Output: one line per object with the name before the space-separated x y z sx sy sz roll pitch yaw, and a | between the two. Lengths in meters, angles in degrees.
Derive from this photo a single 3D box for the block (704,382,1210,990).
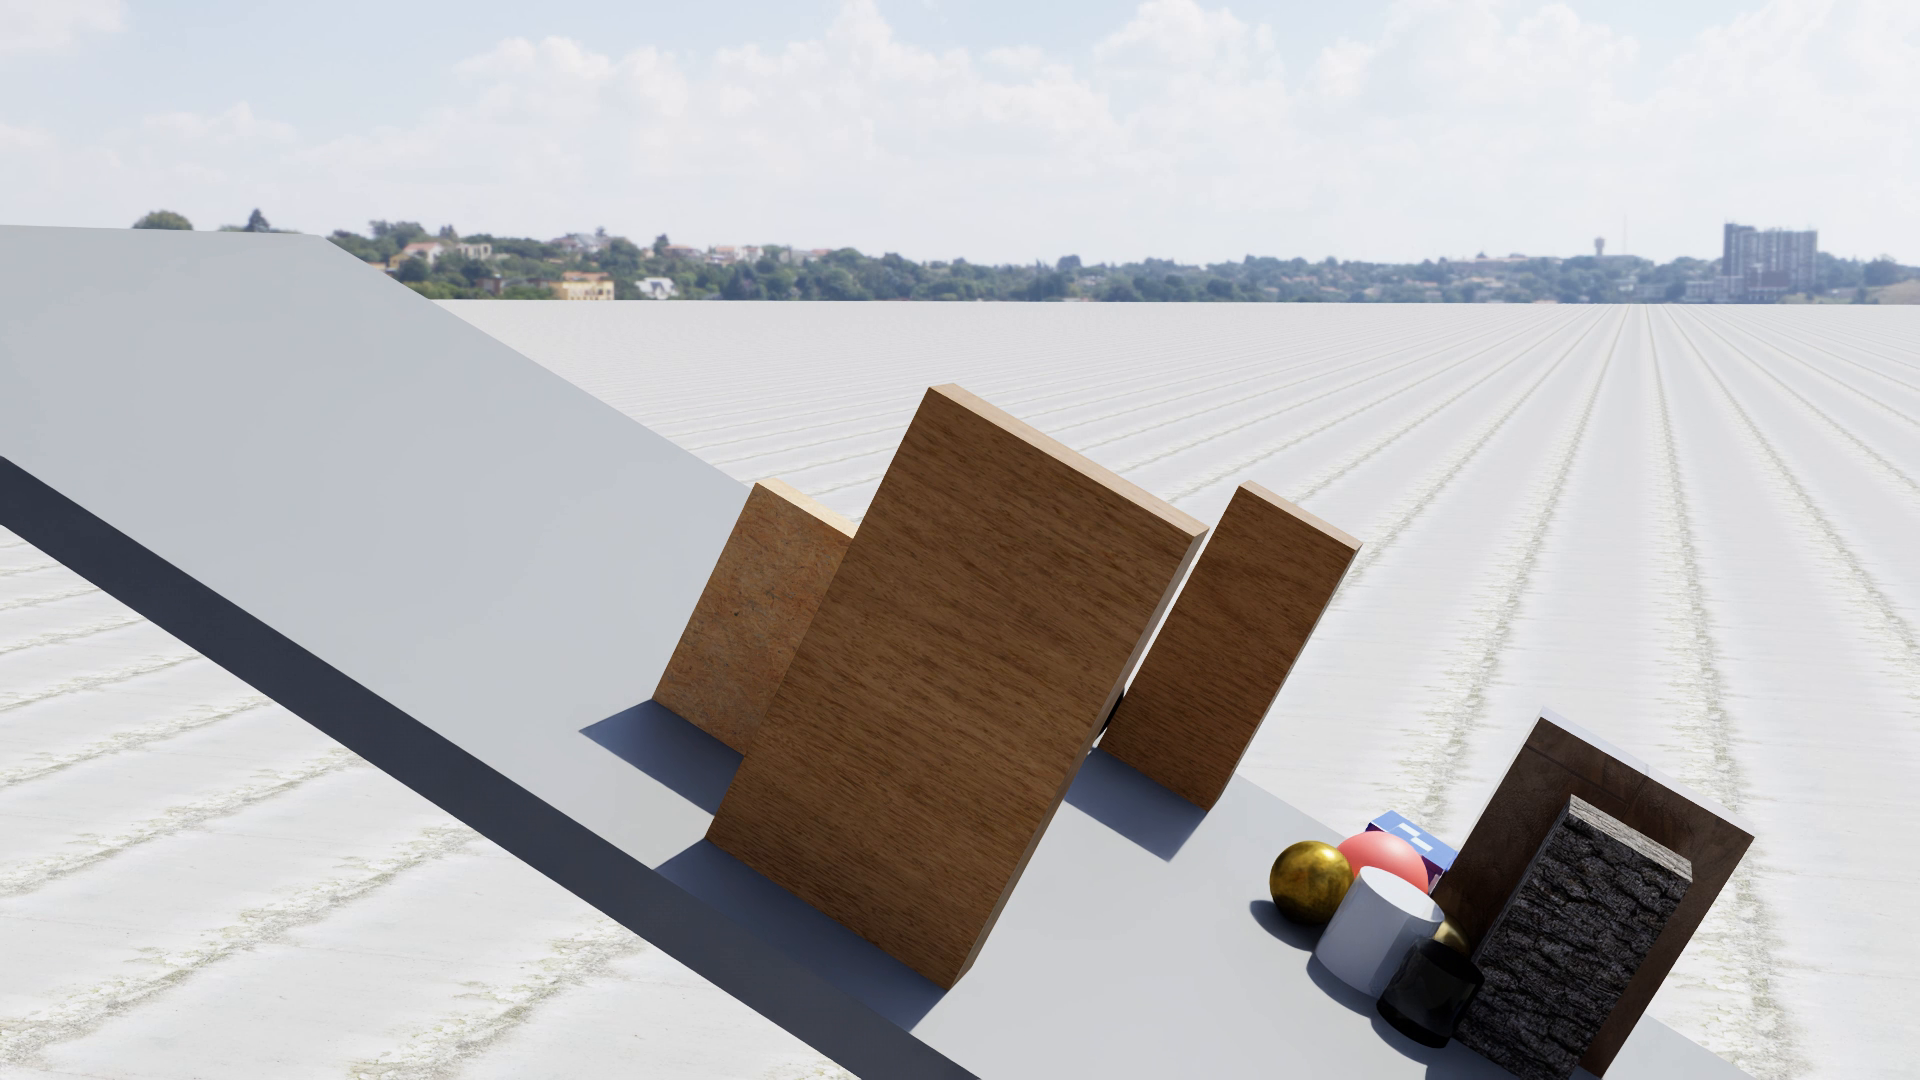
block | -0.013 0.218 3.271 0.440 0.781 0.121 30 14 12

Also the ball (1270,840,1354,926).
ball | 0.678 0.661 4.236 0.163 0.163 0.163 0 7 0

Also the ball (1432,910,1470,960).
ball | 0.906 0.786 4.234 0.151 0.151 0.151 0 7 0

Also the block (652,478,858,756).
block | -0.271 0.169 3.714 0.353 0.426 0.088 30 14 12

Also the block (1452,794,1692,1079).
block | 1.115 0.749 4.064 0.243 0.481 0.148 30 14 12

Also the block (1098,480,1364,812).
block | 0.566 0.222 4.623 0.272 0.637 0.133 30 14 12

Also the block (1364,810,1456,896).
block | 0.898 0.687 4.523 0.174 0.174 0.174 33 15 21

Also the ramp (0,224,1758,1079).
ramp | -0.225 0.375 4.149 4.000 0.100 2.000 30 14 12

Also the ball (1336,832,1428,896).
ball | 0.822 0.679 4.349 0.205 0.205 0.205 0 7 0

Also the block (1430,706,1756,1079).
block | 1.189 0.682 4.272 0.445 0.562 0.110 30 14 12

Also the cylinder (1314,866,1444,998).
cylinder | 0.787 0.738 4.131 0.177 0.177 0.177 25 14 -7

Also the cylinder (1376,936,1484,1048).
cylinder | 0.859 0.826 4.017 0.143 0.143 0.143 25 14 -7

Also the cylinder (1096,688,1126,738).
cylinder | 0.234 0.324 4.633 0.162 0.162 0.162 34 22 25
